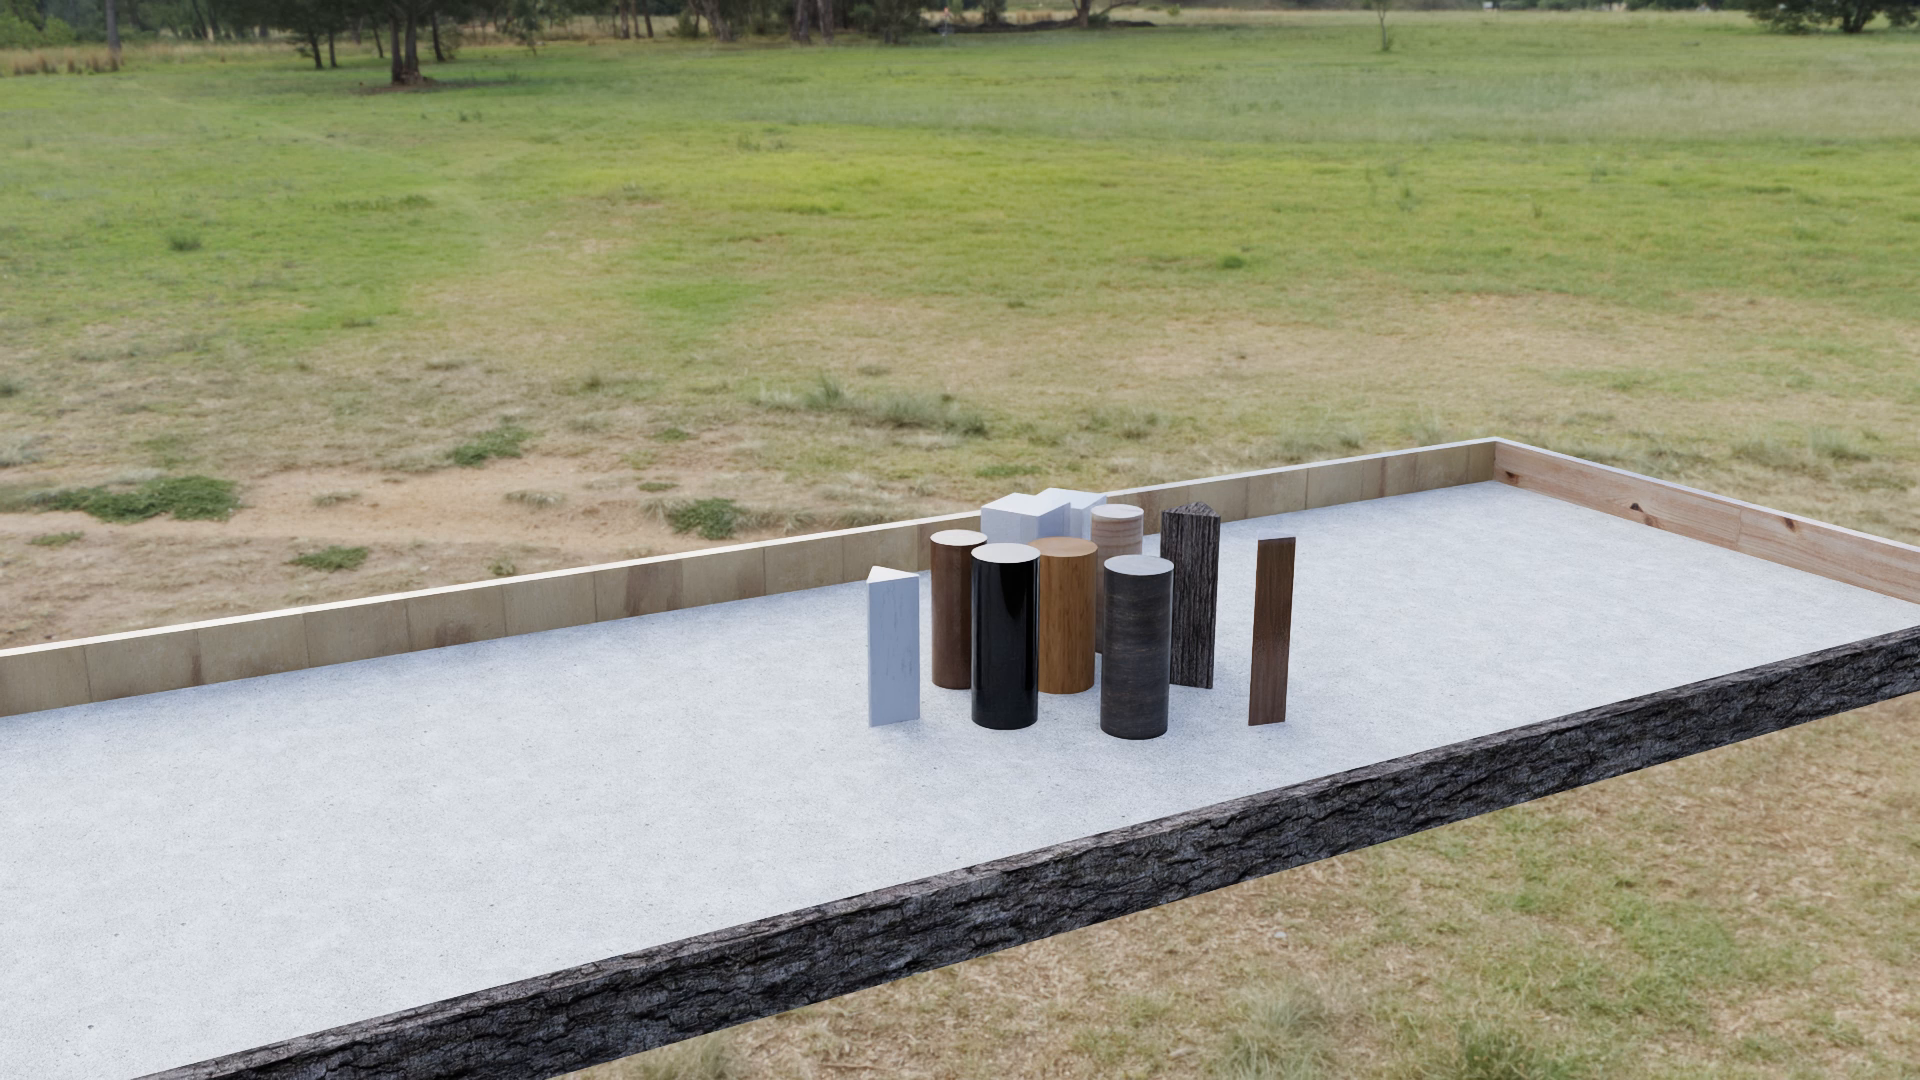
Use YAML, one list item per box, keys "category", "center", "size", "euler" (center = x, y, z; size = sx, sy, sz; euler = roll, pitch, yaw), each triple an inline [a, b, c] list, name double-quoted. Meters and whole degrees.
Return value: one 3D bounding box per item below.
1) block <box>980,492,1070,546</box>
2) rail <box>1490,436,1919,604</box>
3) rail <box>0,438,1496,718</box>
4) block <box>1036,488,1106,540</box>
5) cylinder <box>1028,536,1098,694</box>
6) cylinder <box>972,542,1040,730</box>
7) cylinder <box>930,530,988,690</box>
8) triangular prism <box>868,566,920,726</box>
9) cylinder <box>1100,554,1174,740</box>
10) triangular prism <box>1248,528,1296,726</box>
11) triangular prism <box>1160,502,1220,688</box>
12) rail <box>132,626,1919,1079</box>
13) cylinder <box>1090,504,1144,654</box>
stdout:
- category: "block"
  center: [0.172, 0.094, 4.340]
  size: [0.171, 0.391, 0.171]
  euler: [10, 19, 31]
- category: "rail"
  center: [2.466, -0.048, 5.253]
  size: [0.050, 0.150, 2.100]
  euler: [-9, 18, -27]
- category: "rail"
  center: [-3.305, 0.497, 3.399]
  size: [12.000, 0.150, 0.050]
  euler: [-9, 18, -27]
- category: "block"
  center: [0.294, 0.043, 4.623]
  size: [0.174, 0.331, 0.174]
  euler: [8, 18, 26]
- category: "cylinder"
  center: [0.251, 0.186, 4.094]
  size: [0.173, 0.354, 0.173]
  euler: [0, 16, 0]
- category: "cylinder"
  center: [0.106, 0.225, 3.864]
  size: [0.160, 0.408, 0.160]
  euler: [0, 16, 0]
- category: "cylinder"
  center: [-0.003, 0.173, 4.104]
  size: [0.139, 0.373, 0.139]
  euler: [0, 16, 0]
- category: "triangular prism"
  center: [-0.177, 0.246, 3.889]
  size: [0.130, 0.355, 0.113]
  euler: [-8, 18, -25]
- category: "cylinder"
  center: [0.407, 0.247, 3.810]
  size: [0.158, 0.398, 0.158]
  euler: [0, 16, 0]
- category: "triangular prism"
  center: [0.711, 0.203, 3.857]
  size: [0.096, 0.455, 0.083]
  euler: [-5, 17, -17]
- category: "triangular prism"
  center: [0.580, 0.133, 4.113]
  size: [0.144, 0.444, 0.125]
  euler: [6, 17, 19]
- category: "rail"
  center: [-2.336, 1.006, 1.665]
  size: [12.000, 0.150, 0.050]
  euler: [-9, 18, -27]
- category: "cylinder"
  center: [0.409, 0.104, 4.338]
  size: [0.136, 0.374, 0.136]
  euler: [0, 16, 0]
